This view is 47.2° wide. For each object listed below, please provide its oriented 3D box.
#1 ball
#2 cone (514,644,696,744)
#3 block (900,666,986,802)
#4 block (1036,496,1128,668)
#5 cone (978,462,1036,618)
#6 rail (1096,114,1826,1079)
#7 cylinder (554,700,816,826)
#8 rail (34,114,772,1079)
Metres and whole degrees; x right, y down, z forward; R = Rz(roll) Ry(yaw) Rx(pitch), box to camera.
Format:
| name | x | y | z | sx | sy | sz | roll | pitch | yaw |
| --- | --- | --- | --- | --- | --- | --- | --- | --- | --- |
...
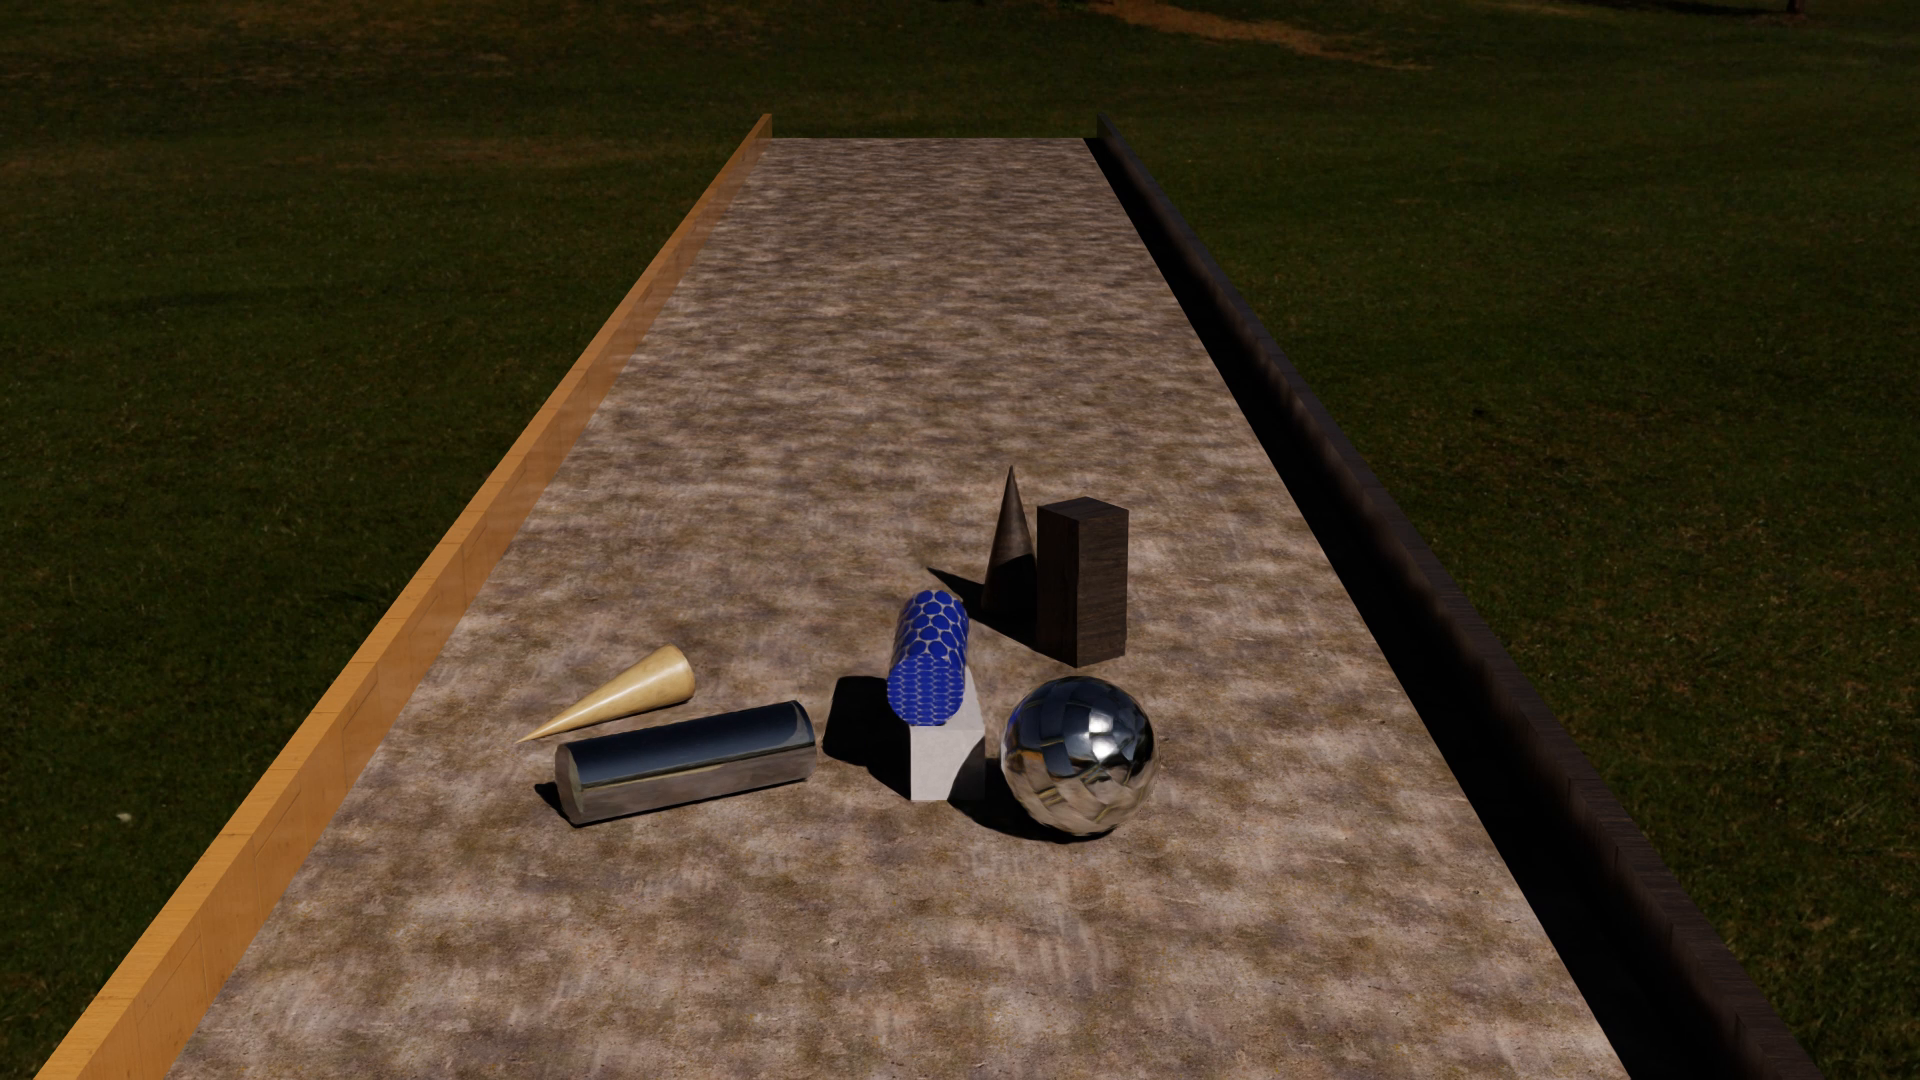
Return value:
| name | x | y | z | sx | sy | sz | roll | pitch | yaw |
| --- | --- | --- | --- | --- | --- | --- | --- | --- | --- |
| ball | 0.194 | 0.352 | 3.586 | 0.261 | 0.261 | 0.261 | 0 | 17 | 0 |
| cone | -0.674 | 0.311 | 4.080 | 0.360 | 0.117 | 0.117 | -24 | 27 | -34 |
| block | -0.034 | 0.337 | 3.870 | 0.128 | 0.128 | 0.319 | -1 | 17 | -5 |
| block | 0.244 | 0.083 | 4.412 | 0.129 | 0.305 | 0.129 | -12 | 20 | -35 |
| cone | 0.111 | -0.008 | 4.678 | 0.151 | 0.321 | 0.151 | -1 | 14 | 0 |
| rail | 0.932 | -0.844 | 7.801 | 0.050 | 0.150 | 12.000 | 0 | 17 | -1 |
| cylinder | -0.462 | 0.375 | 3.725 | 0.418 | 0.137 | 0.137 | -9 | 19 | -27 |
| rail | -1.118 | -0.838 | 7.780 | 0.050 | 0.150 | 12.000 | 0 | 17 | -1 |
